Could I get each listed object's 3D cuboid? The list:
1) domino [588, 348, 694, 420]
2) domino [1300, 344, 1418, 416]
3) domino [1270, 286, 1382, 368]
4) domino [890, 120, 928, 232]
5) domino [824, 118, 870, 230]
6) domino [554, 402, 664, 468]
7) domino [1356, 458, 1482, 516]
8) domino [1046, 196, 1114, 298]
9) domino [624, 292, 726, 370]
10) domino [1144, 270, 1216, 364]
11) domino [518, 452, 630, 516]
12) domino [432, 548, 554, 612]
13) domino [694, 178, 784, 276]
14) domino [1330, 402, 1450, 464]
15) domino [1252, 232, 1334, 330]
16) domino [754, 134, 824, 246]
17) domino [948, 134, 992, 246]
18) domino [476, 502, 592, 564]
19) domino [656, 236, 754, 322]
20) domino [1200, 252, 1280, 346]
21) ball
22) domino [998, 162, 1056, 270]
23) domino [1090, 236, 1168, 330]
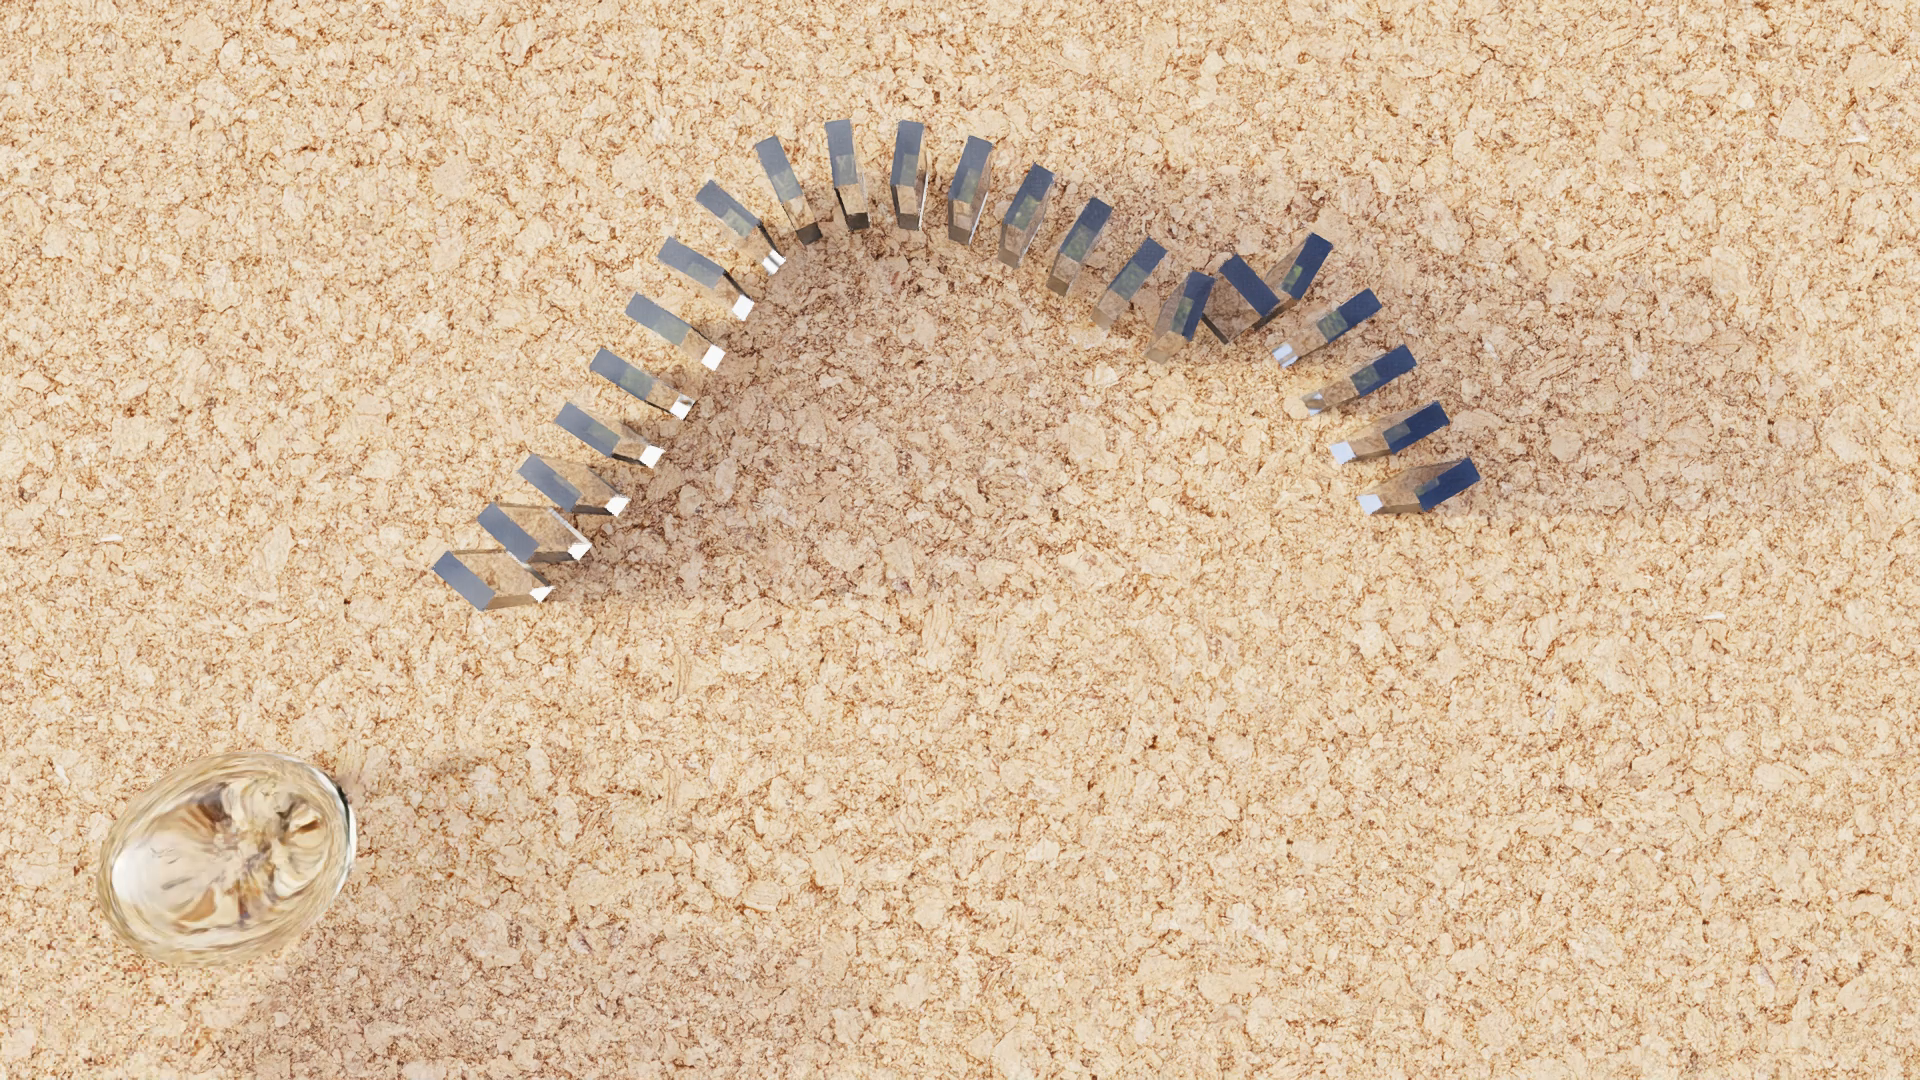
[{"bbox_3d":[-0.129,-0.063,0.375,0.025,0.050,0.009,32,90,0],"label":"domino"},{"bbox_3d":[0.162,-0.065,0.375,0.025,0.050,0.010,-30,90,0],"label":"domino"},{"bbox_3d":[0.149,-0.086,0.375,0.025,0.050,0.010,-34,90,0],"label":"domino"},{"bbox_3d":[-0.020,-0.148,0.375,0.009,0.050,0.025,9,90,0],"label":"domino"},{"bbox_3d":[-0.045,-0.148,0.375,0.009,0.050,0.025,-8,90,0],"label":"domino"},{"bbox_3d":[-0.142,-0.042,0.375,0.025,0.050,0.009,33,90,0],"label":"domino"},{"bbox_3d":[0.186,-0.021,0.375,0.025,0.050,0.010,-30,90,0],"label":"domino"},{"bbox_3d":[0.048,-0.119,0.375,0.010,0.050,0.025,32,90,0],"label":"domino"},{"bbox_3d":[-0.115,-0.084,0.375,0.025,0.050,0.010,32,90,0],"label":"domino"},{"bbox_3d":[0.089,-0.090,0.375,0.009,0.050,0.025,21,90,0],"label":"domino"},{"bbox_3d":[-0.157,-0.022,0.375,0.025,0.050,0.010,38,90,0],"label":"domino"},{"bbox_3d":[-0.190,0.016,0.375,0.025,0.050,0.010,41,90,0],"label":"domino"},{"bbox_3d":[-0.089,-0.127,0.375,0.025,0.050,0.009,40,90,0],"label":"domino"},{"bbox_3d":[0.174,-0.043,0.375,0.025,0.050,0.009,-29,90,0],"label":"domino"},{"bbox_3d":[0.132,-0.105,0.375,0.009,0.050,0.025,31,90,0],"label":"domino"},{"bbox_3d":[-0.069,-0.142,0.375,0.009,0.050,0.025,-25,90,0],"label":"domino"},{"bbox_3d":[0.004,-0.142,0.375,0.010,0.050,0.025,20,90,0],"label":"domino"},{"bbox_3d":[-0.173,-0.003,0.375,0.025,0.050,0.009,42,90,0],"label":"domino"},{"bbox_3d":[-0.103,-0.106,0.375,0.025,0.050,0.009,31,90,0],"label":"domino"},{"bbox_3d":[0.111,-0.097,0.375,0.009,0.050,0.025,-43,90,0],"label":"domino"},{"bbox_3d":[-0.285,0.124,0.360,0.080,0.080,0.080,0,90,0],"label":"ball"},{"bbox_3d":[0.026,-0.131,0.375,0.009,0.050,0.025,28,90,0],"label":"domino"},{"bbox_3d":[0.068,-0.104,0.375,0.010,0.050,0.025,39,90,0],"label":"domino"}]
